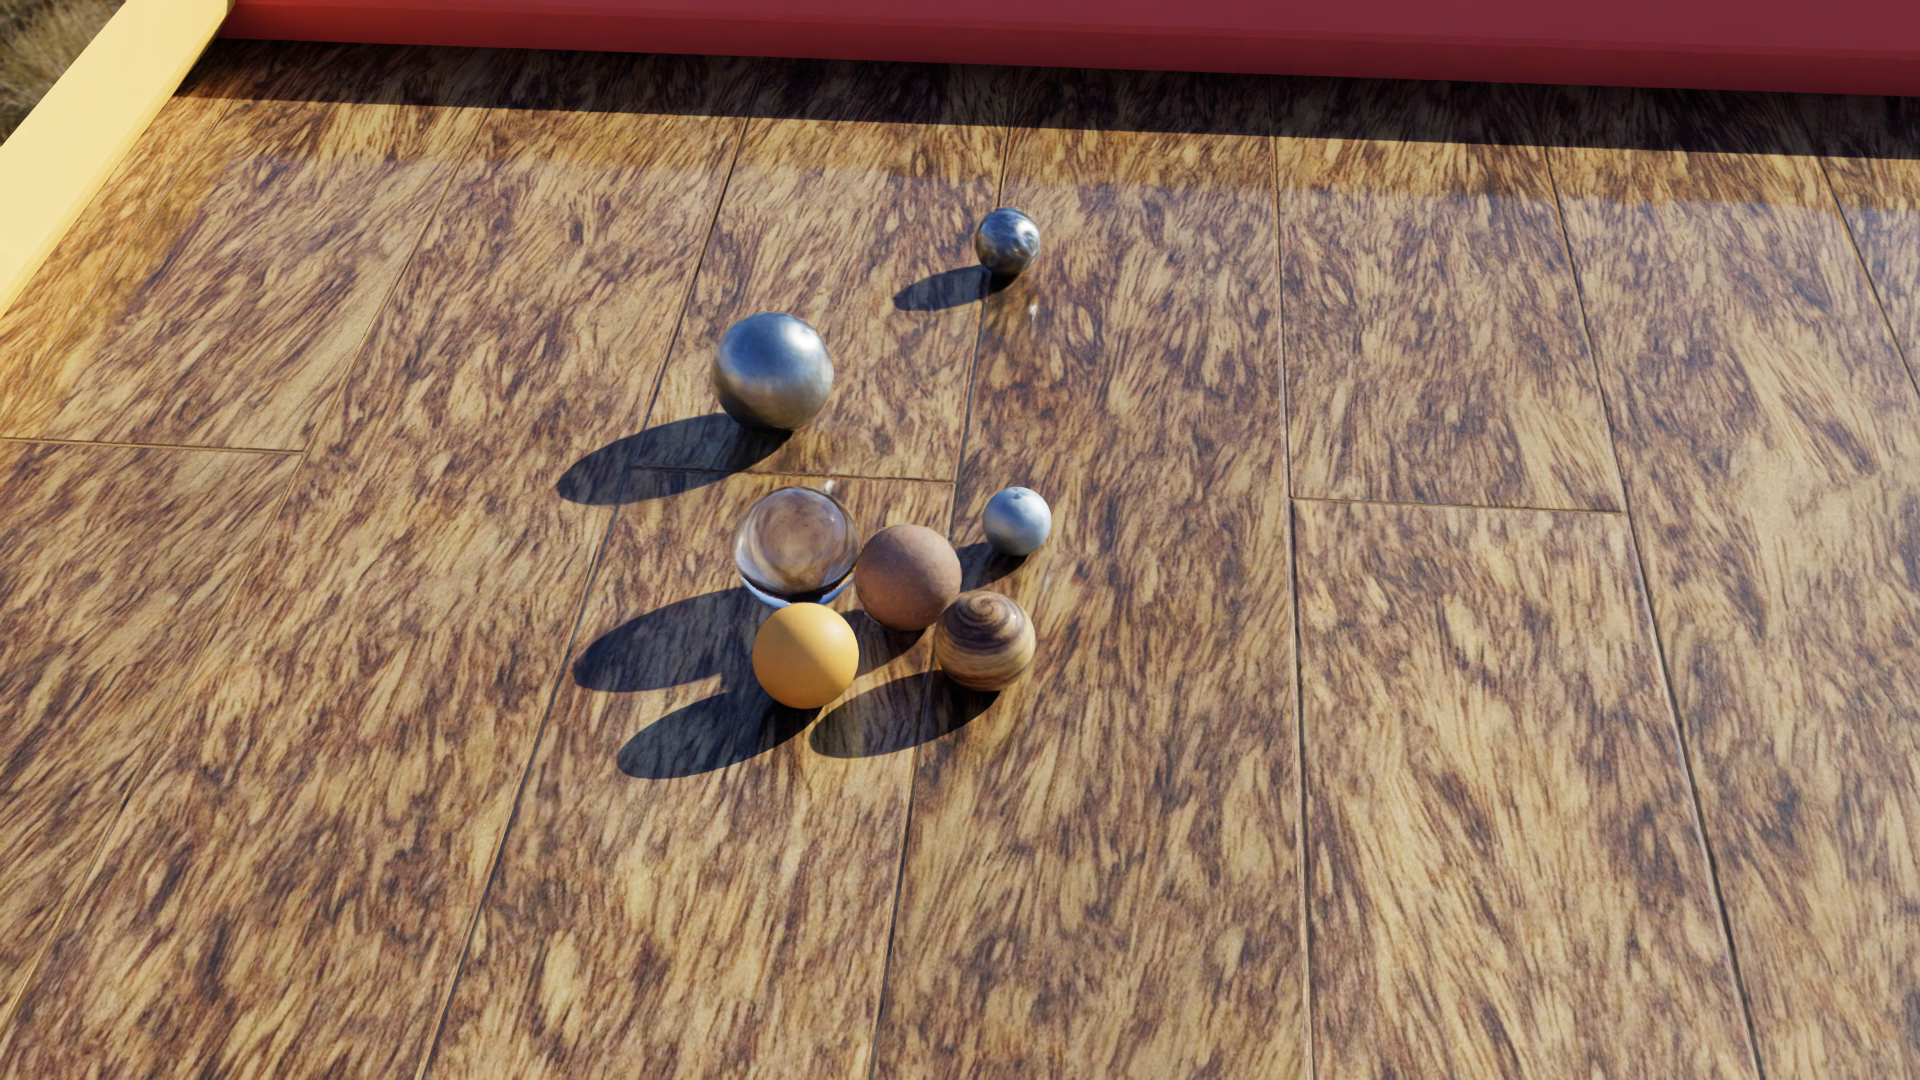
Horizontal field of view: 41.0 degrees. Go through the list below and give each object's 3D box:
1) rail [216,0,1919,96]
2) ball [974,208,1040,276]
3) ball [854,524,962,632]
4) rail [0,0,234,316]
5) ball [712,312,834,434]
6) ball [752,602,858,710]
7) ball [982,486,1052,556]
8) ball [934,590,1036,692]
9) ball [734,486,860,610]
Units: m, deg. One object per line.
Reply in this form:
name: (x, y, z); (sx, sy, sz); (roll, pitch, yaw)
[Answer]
rail: (0.895, -0.469, 2.433); (3.315, 0.122, 0.045); (3, 35, 4)
ball: (0.040, -0.254, 2.185); (0.057, 0.057, 0.057); (0, 35, 0)
ball: (-0.036, 0.026, 1.773); (0.074, 0.074, 0.074); (0, 35, 0)
rail: (-0.802, -0.058, 1.849); (0.045, 0.122, 1.747); (3, 35, 4)
ball: (-0.144, -0.129, 1.975); (0.094, 0.094, 0.094); (0, 35, 0)
ball: (-0.103, 0.077, 1.704); (0.071, 0.071, 0.071); (0, 35, 0)
ball: (0.041, -0.013, 1.850); (0.050, 0.050, 0.050); (0, 35, 0)
ball: (0.017, 0.068, 1.719); (0.068, 0.068, 0.068); (0, 35, 0)
ball: (-0.113, 0.006, 1.789); (0.088, 0.088, 0.088); (0, 35, 0)
